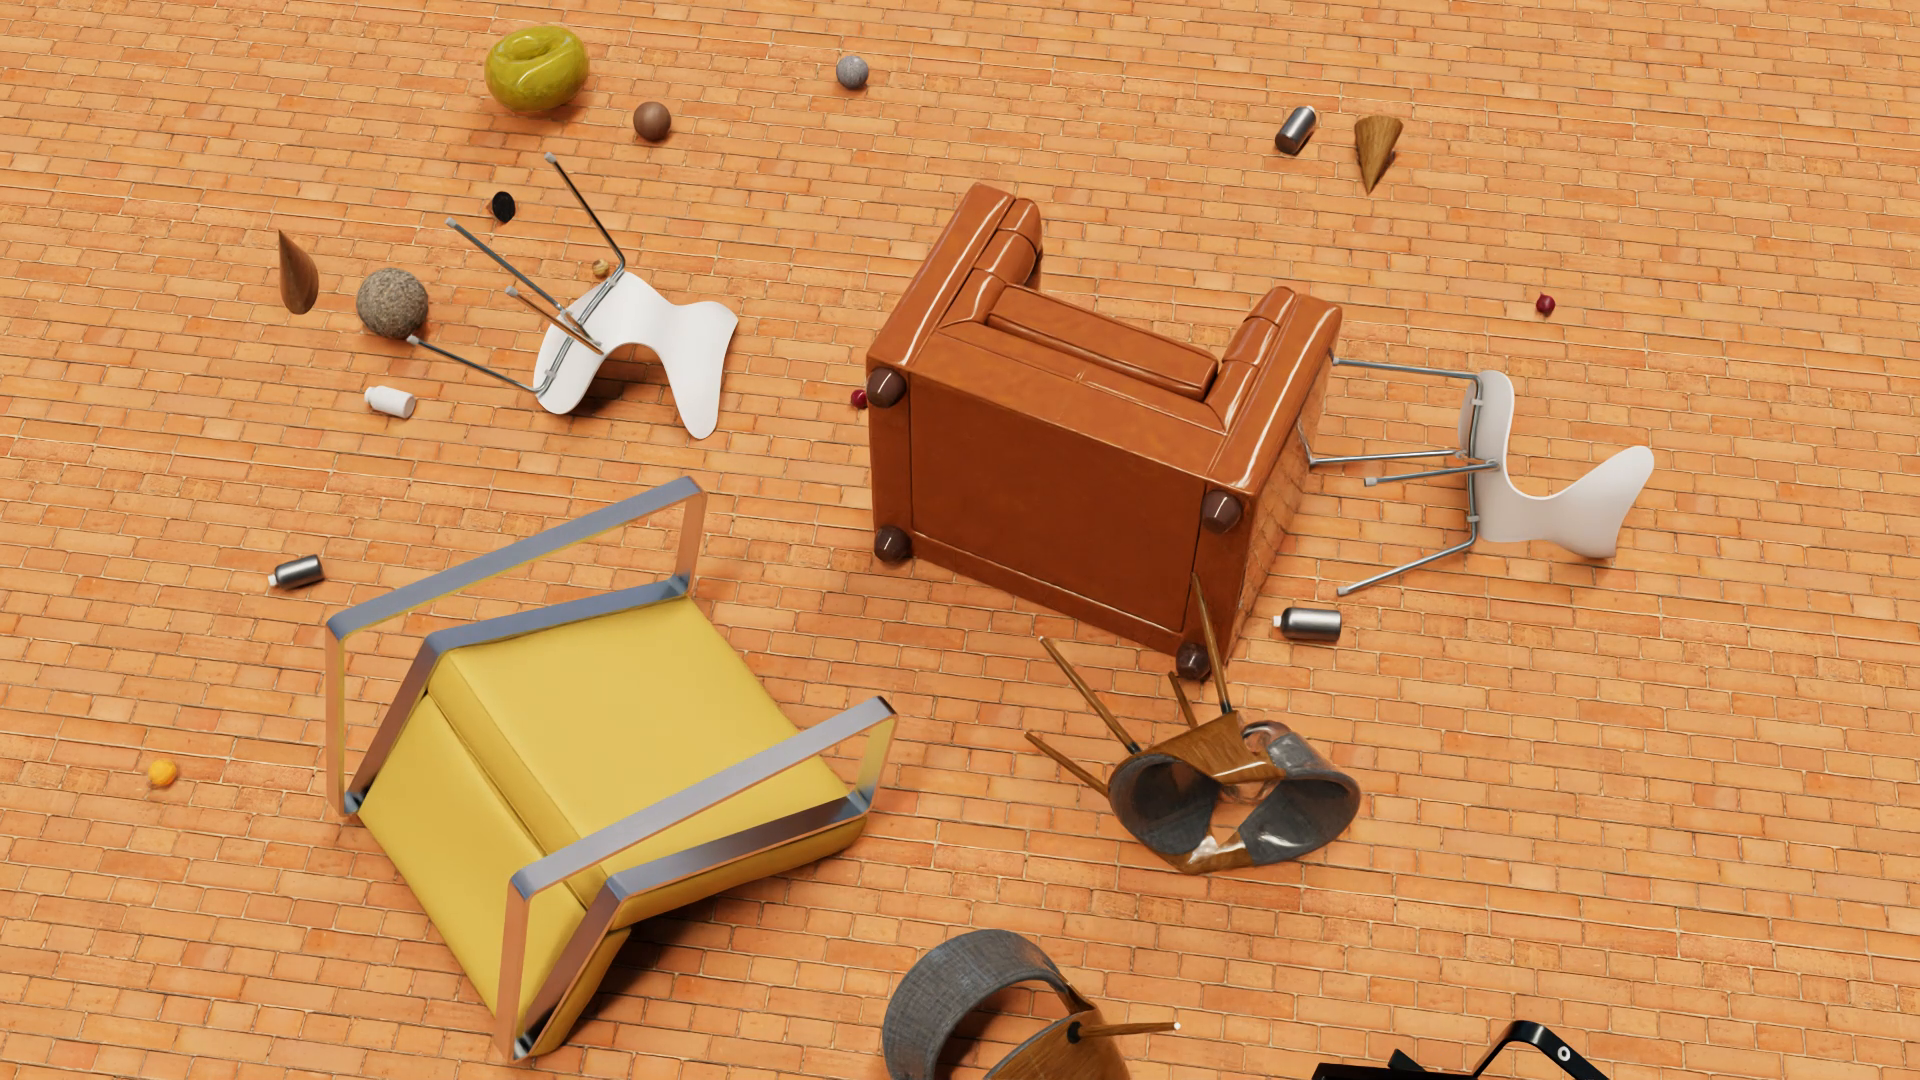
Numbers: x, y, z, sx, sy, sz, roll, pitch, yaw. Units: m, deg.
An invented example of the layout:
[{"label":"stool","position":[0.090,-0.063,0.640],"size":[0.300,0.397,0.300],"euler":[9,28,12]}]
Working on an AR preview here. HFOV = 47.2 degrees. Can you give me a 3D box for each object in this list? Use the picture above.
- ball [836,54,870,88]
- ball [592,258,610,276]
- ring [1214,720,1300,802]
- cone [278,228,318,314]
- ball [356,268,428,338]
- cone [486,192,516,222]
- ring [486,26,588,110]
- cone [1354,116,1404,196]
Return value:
[{"label":"ball","position":[-0.371,-1.616,7.589],"size":[0.114,0.114,0.114],"euler":[0,56,0]},{"label":"ball","position":[-1.166,-0.883,7.132],"size":[0.057,0.057,0.057],"euler":[0,56,0]},{"label":"ring","position":[0.826,0.612,6.098],"size":[0.269,0.110,0.207],"euler":[-37,62,-21]},{"label":"cone","position":[-2.143,-0.908,7.023],"size":[0.125,0.265,0.275],"euler":[-10,57,-6]},{"label":"ball","position":[-1.790,-0.746,6.942],"size":[0.220,0.220,0.220],"euler":[0,56,0]},{"label":"cone","position":[-1.542,-1.104,7.287],"size":[0.094,0.103,0.096],"euler":[5,41,39]},{"label":"ring","position":[-1.445,-1.609,7.502],"size":[0.350,0.178,0.406],"euler":[-4,38,7]},{"label":"cone","position":[1.383,-1.264,7.360],"size":[0.153,0.228,0.249],"euler":[12,81,-9]}]
